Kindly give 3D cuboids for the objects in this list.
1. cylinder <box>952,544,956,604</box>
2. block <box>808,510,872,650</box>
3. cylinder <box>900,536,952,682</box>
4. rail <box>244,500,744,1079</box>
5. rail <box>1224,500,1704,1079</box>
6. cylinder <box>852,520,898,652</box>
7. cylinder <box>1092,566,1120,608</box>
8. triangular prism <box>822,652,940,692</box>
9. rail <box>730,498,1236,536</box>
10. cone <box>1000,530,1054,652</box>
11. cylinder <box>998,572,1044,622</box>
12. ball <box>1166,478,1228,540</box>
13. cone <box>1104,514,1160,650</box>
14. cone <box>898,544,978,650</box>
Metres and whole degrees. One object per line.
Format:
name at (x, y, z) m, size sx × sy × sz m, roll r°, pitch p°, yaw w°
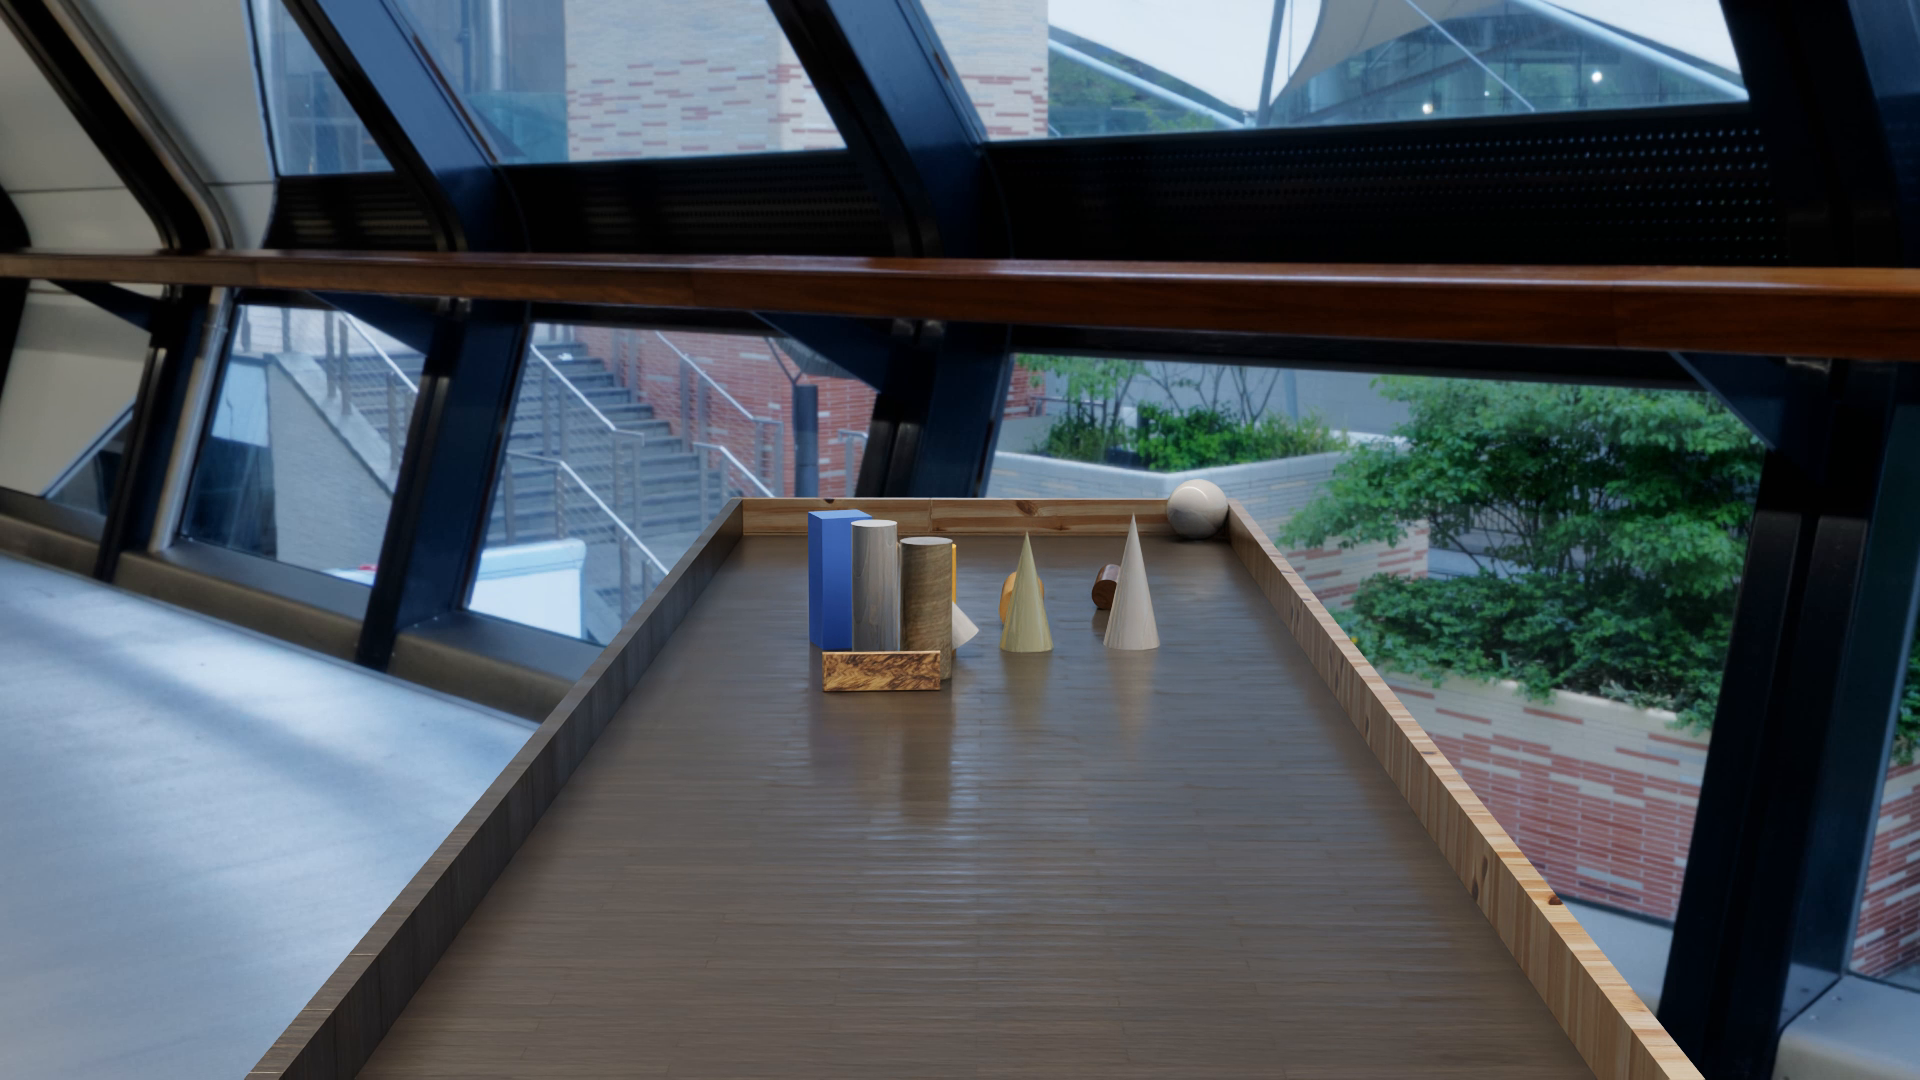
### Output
cylinder at (-0.095, 0.169, 6.970) m, size 0.165 × 0.304 × 0.165 m, roll 0°, pitch 9°, yaw 0°
block at (-0.376, 0.123, 6.917) m, size 0.162 × 0.413 × 0.162 m, roll -3°, pitch 10°, yaw -19°
cylinder at (-0.099, 0.203, 6.424) m, size 0.152 × 0.407 × 0.152 m, roll 0°, pitch 9°, yaw 0°
rail at (-1.004, 0.839, 3.234) m, size 0.050 × 0.150 × 12.000 m, roll 0°, pitch 9°, yaw 1°
rail at (1.046, 0.843, 3.208) m, size 0.050 × 0.150 × 12.000 m, roll 0°, pitch 9°, yaw 1°
cylinder at (-0.258, 0.159, 6.651) m, size 0.139 × 0.425 × 0.139 m, roll 0°, pitch 9°, yaw 0°
cylinder at (0.520, 0.162, 7.653) m, size 0.105 × 0.105 × 0.317 m, roll 1°, pitch 7°, yaw 8°
triangular prism at (-0.225, 0.352, 6.284) m, size 0.333 × 0.104 × 0.120 m, roll 0°, pitch 51°, yaw -3°
rail at (0.099, -0.098, 9.147) m, size 2.100 × 0.150 × 0.050 m, roll 0°, pitch 9°, yaw 1°
cone at (0.208, 0.151, 6.866) m, size 0.171 × 0.373 × 0.171 m, roll 0°, pitch 9°, yaw 0°
cylinder at (0.206, 0.200, 7.290) m, size 0.143 × 0.143 × 0.345 m, roll 0°, pitch 9°, yaw 3°
ball at (0.970, -0.123, 8.978) m, size 0.253 × 0.253 × 0.253 m, roll 0°, pitch 9°, yaw 0°
cone at (0.542, 0.119, 6.903) m, size 0.179 × 0.423 × 0.179 m, roll 0°, pitch 9°, yaw 0°
cone at (-0.102, 0.158, 6.748) m, size 0.155 × 0.368 × 0.155 m, roll -30°, pitch 10°, yaw 6°
